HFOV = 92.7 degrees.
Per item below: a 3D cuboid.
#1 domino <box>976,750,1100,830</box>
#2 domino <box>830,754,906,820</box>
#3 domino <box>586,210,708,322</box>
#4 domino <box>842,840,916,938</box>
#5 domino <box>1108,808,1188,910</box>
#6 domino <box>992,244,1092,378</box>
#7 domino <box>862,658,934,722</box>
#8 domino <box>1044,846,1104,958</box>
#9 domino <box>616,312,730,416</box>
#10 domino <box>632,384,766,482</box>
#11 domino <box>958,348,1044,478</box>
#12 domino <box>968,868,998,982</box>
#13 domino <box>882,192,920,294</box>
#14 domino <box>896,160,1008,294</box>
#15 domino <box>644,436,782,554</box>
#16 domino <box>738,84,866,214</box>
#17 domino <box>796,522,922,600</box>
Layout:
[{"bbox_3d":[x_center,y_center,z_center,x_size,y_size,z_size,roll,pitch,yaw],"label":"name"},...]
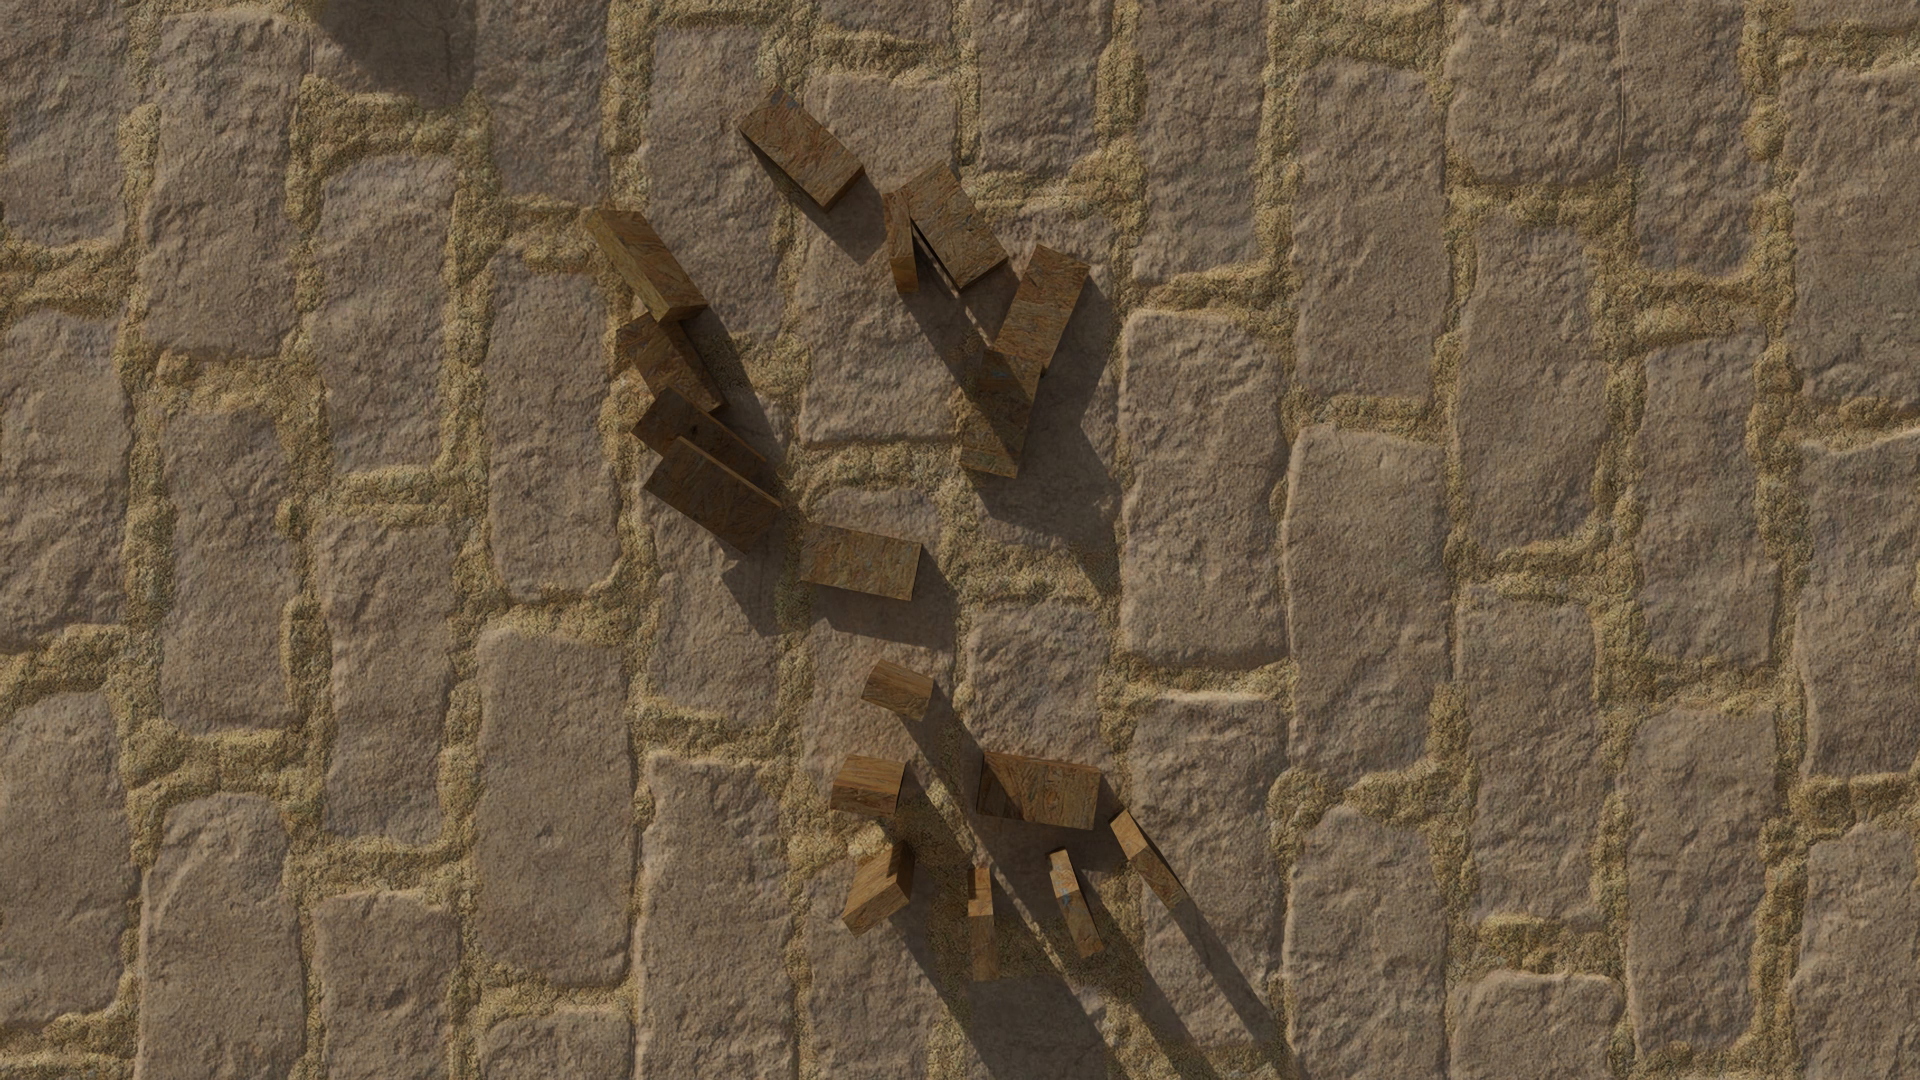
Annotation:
[{"bbox_3d":[0.034,0.108,0.395,0.050,0.010,0.025,8,90,0],"label":"domino"},{"bbox_3d":[-0.037,0.100,0.375,0.025,0.050,0.009,9,90,0],"label":"domino"},{"bbox_3d":[-0.132,-0.116,0.387,0.009,0.025,0.050,-37,90,29],"label":"domino"},{"bbox_3d":[-0.032,0.142,0.375,0.025,0.050,0.010,-34,90,0],"label":"domino"},{"bbox_3d":[0.076,0.129,0.375,0.009,0.050,0.025,-39,90,0],"label":"domino"},{"bbox_3d":[0.035,-0.099,0.395,0.025,0.010,0.050,23,90,0],"label":"domino"},{"bbox_3d":[-0.025,0.061,0.375,0.025,0.050,0.010,21,90,0],"label":"domino"},{"bbox_3d":[0.046,0.147,0.375,0.009,0.050,0.025,-23,90,0],"label":"domino"},{"bbox_3d":[-0.124,-0.074,0.395,0.025,0.010,0.050,-30,90,0],"label":"domino"},{"bbox_3d":[-0.110,-0.040,0.389,0.050,0.010,0.025,39,95,-14],"label":"domino"},{"bbox_3d":[0.017,-0.054,0.390,0.025,0.009,0.050,13,101,2],"label":"domino"},{"bbox_3d":[0.009,0.156,0.375,0.010,0.050,0.025,-5,90,0],"label":"domino"},{"bbox_3d":[-0.024,-0.120,0.375,0.009,0.050,0.025,-7,90,0],"label":"domino"},{"bbox_3d":[-0.004,-0.135,0.395,0.025,0.010,0.050,-34,90,0],"label":"domino"},{"bbox_3d":[-0.103,-0.019,0.384,0.050,0.009,0.025,35,96,-13],"label":"domino"},{"bbox_3d":[-0.068,-0.168,0.395,0.050,0.010,0.025,43,90,0],"label":"domino"},{"bbox_3d":[-0.043,0.009,0.395,0.050,0.009,0.025,11,90,0],"label":"domino"}]
